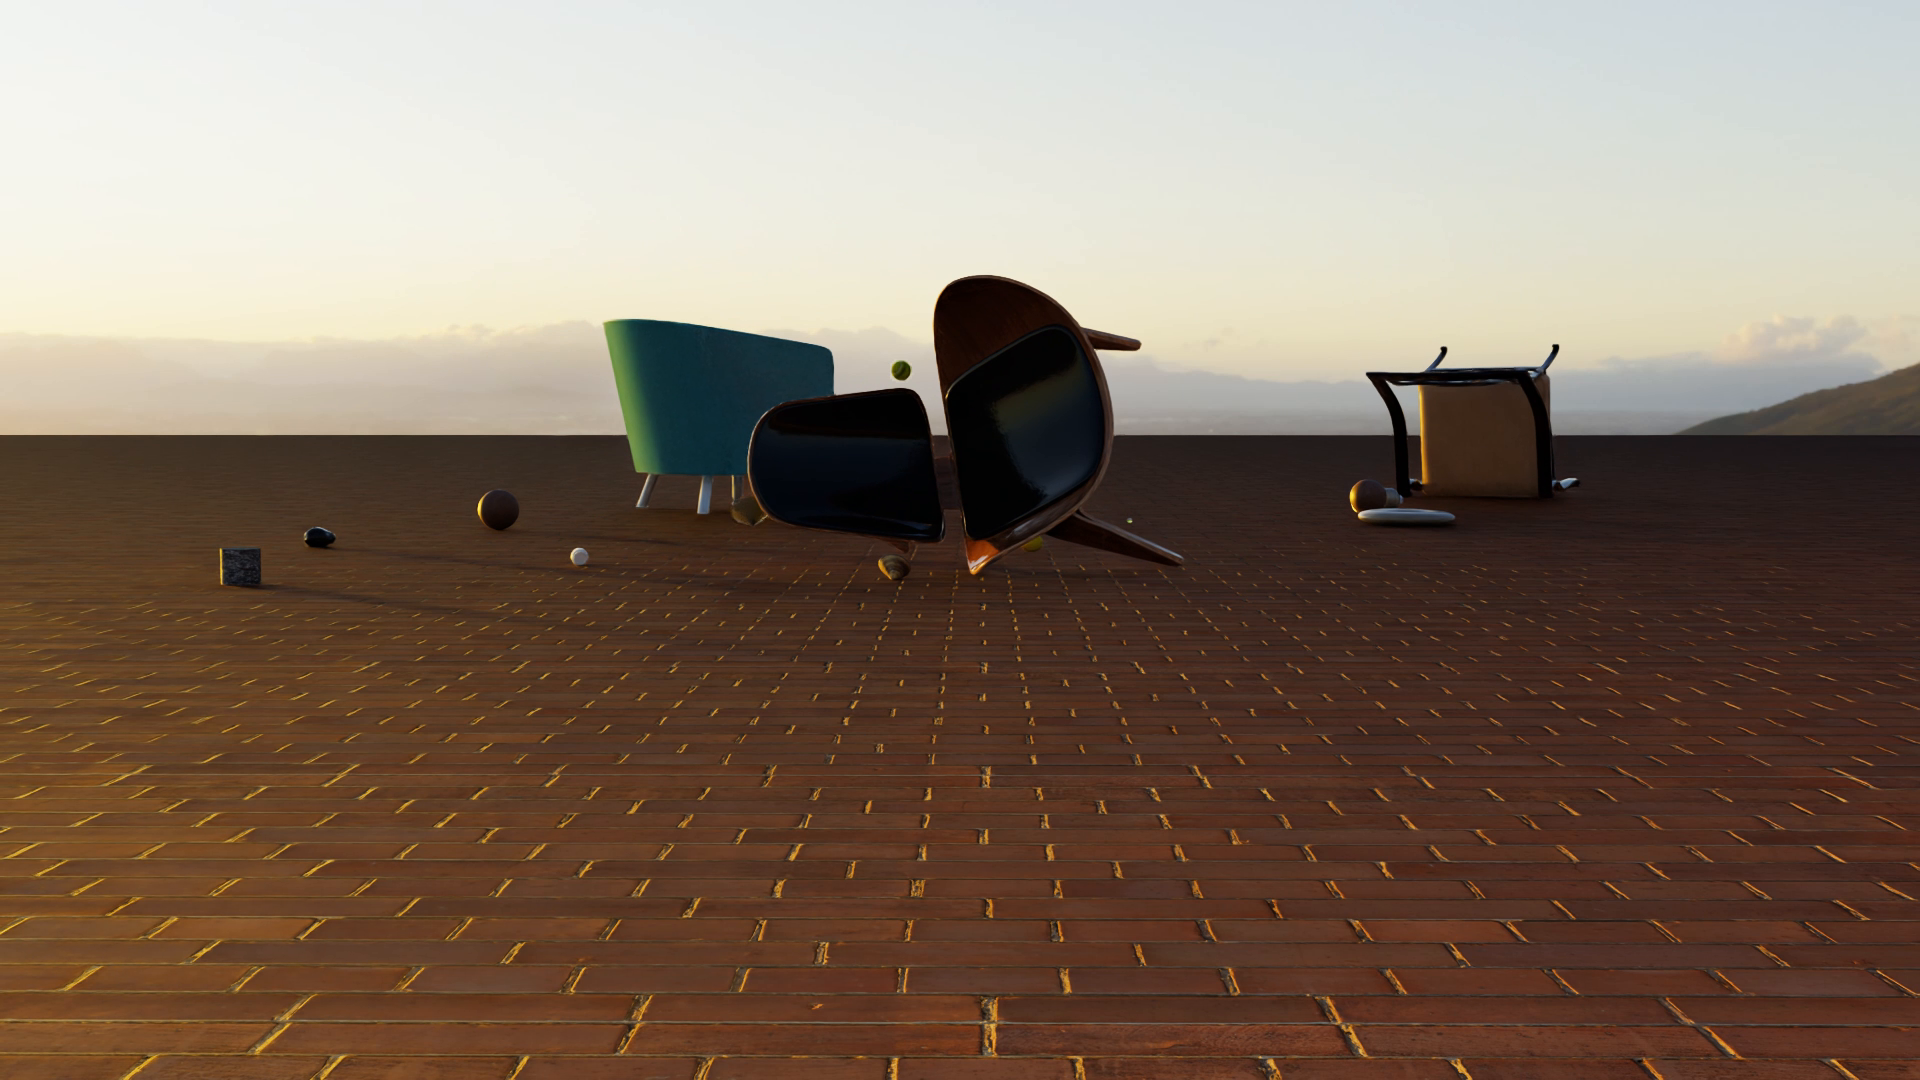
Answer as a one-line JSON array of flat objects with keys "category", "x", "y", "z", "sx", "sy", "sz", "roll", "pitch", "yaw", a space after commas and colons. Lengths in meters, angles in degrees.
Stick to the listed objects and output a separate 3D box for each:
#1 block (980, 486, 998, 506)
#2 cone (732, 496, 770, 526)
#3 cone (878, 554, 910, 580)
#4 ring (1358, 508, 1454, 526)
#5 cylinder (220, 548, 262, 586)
[{"category": "block", "x": 0.111, "y": -0.169, "z": 8.451, "sx": 0.064, "sy": 0.077, "sz": 0.072, "roll": 0, "pitch": 4, "yaw": 5}, {"category": "cone", "x": -0.682, "y": -0.070, "z": 7.217, "sx": 0.128, "sy": 0.109, "sz": 0.094, "roll": -13, "pitch": 36, "yaw": 0}, {"category": "cone", "x": -0.157, "y": 0.078, "z": 5.176, "sx": 0.076, "sy": 0.084, "sz": 0.047, "roll": -6, "pitch": 44, "yaw": 16}, {"category": "ring", "x": 1.489, "y": -0.076, "z": 7.332, "sx": 0.315, "sy": 0.045, "sz": 0.322, "roll": -3, "pitch": 5, "yaw": -38}, {"category": "cylinder", "x": -1.659, "y": 0.060, "z": 5.073, "sx": 0.090, "sy": 0.082, "sz": 0.080, "roll": 0, "pitch": 4, "yaw": 7}]
